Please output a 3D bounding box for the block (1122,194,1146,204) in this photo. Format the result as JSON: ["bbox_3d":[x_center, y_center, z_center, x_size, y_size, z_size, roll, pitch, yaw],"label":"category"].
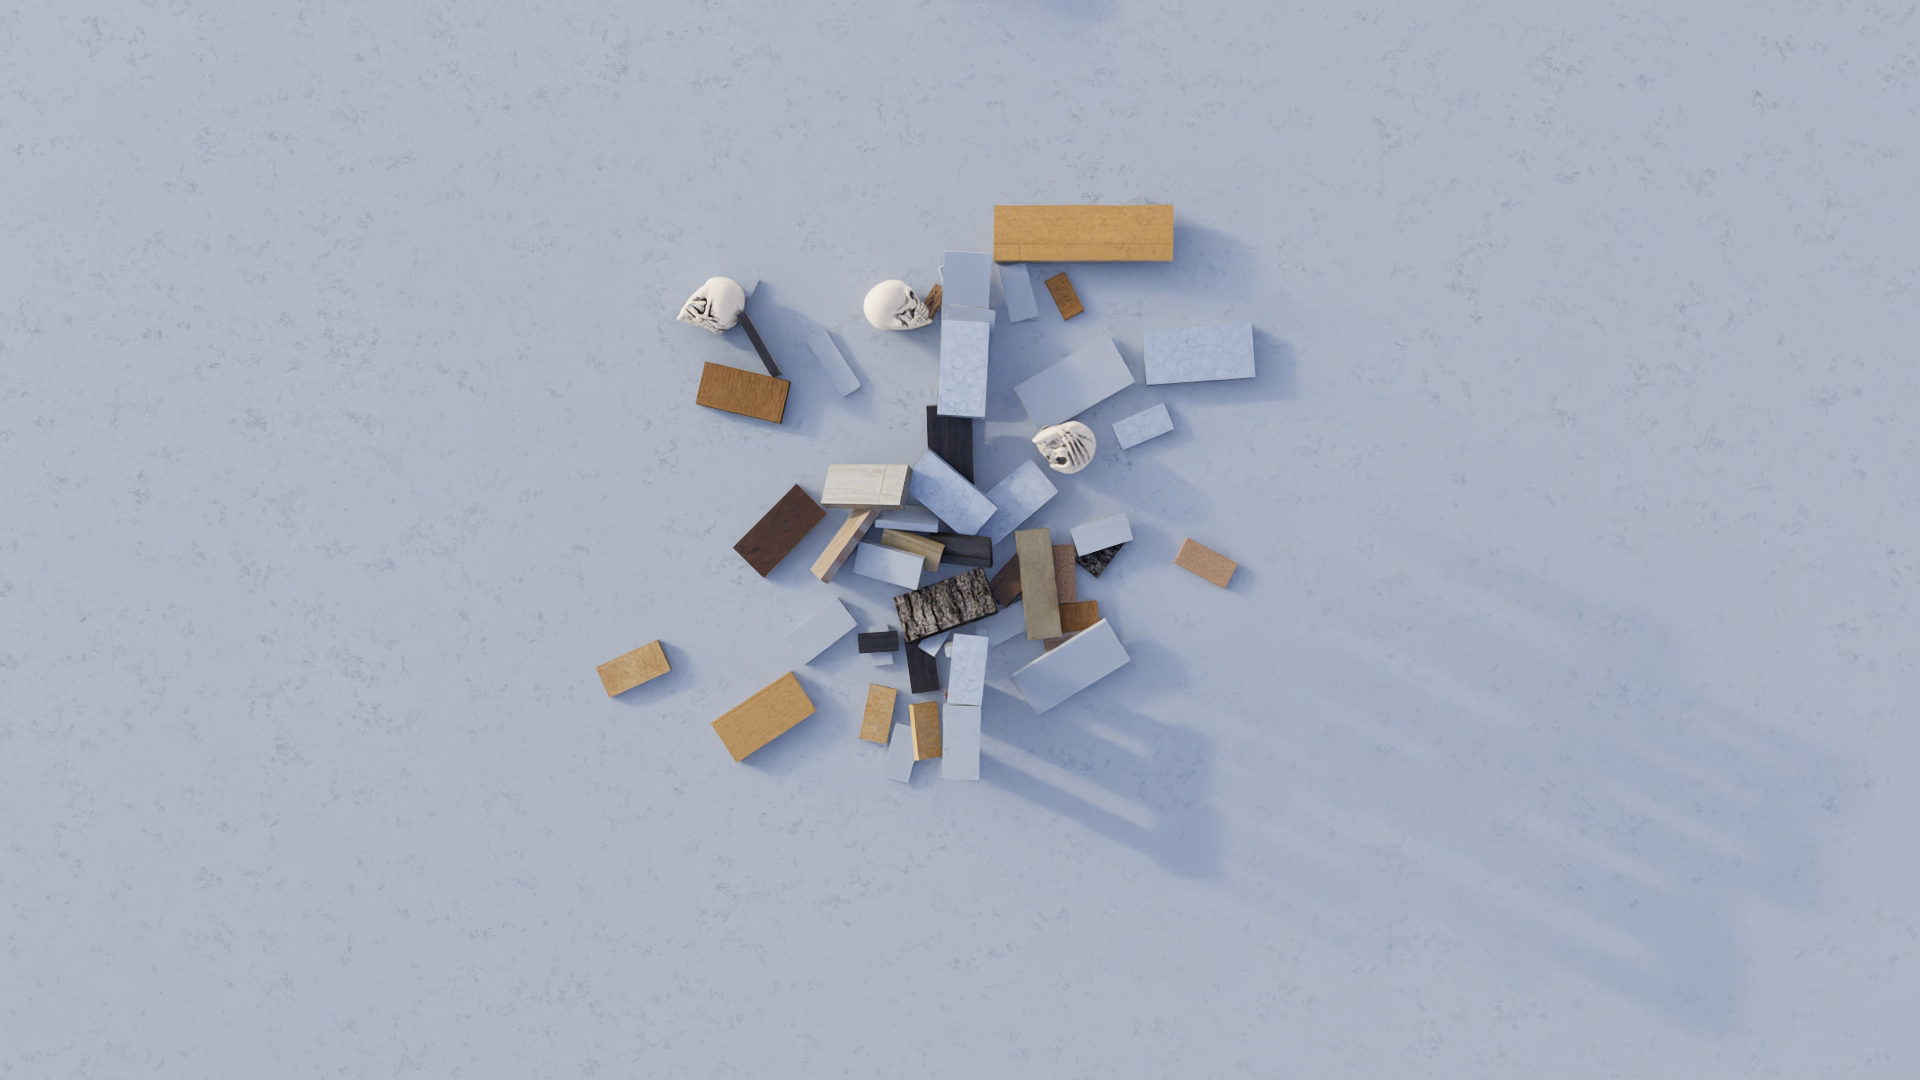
[{"bbox_3d":[0.540,-1.068,5.487,0.186,0.026,0.093,-25,90,0],"label":"block"}]

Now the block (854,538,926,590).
[{"bbox_3d":[-0.234,0.081,5.452,0.222,0.031,0.111,16,109,8],"label":"block"}]

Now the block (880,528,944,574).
[{"bbox_3d":[-0.161,0.029,5.450,0.206,0.029,0.103,20,126,5],"label":"block"}]

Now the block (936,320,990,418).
[{"bbox_3d":[0.011,-0.554,5.359,0.154,0.044,0.309,3,86,-2],"label":"block"}]

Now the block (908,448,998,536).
[{"bbox_3d":[-0.036,-0.148,5.417,0.298,0.042,0.149,40,101,-5],"label":"block"}]

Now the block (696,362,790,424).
[{"bbox_3d":[-0.720,-0.489,5.480,0.287,0.041,0.144,13,90,0],"label":"block"}]

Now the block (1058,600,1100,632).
[{"bbox_3d":[0.359,0.258,5.487,0.202,0.026,0.093,-6,90,0],"label":"block"}]

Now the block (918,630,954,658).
[{"bbox_3d":[-0.073,0.315,5.458,0.066,0.019,0.135,31,81,17],"label":"block"}]

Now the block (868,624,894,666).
[{"bbox_3d":[-0.264,0.351,5.491,0.066,0.019,0.132,-8,90,0],"label":"block"}]

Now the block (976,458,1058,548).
[{"bbox_3d":[0.165,-0.121,5.479,0.298,0.042,0.149,-40,90,0],"label":"block"}]

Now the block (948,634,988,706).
[{"bbox_3d":[0.025,0.413,5.264,0.110,0.031,0.221,6,90,0],"label":"block"}]

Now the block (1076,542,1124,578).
[{"bbox_3d":[0.477,0.024,5.487,0.094,0.027,0.188,38,90,0],"label":"block"}]

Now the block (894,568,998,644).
[{"bbox_3d":[-0.048,0.217,5.446,0.314,0.044,0.157,-19,73,4],"label":"block"}]

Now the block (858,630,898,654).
[{"bbox_3d":[-0.271,0.339,5.472,0.132,0.019,0.066,-4,90,0],"label":"block"}]

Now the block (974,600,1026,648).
[{"bbox_3d":[0.150,0.280,5.486,0.194,0.027,0.097,-25,90,0],"label":"block"}]

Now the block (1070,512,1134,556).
[{"bbox_3d":[0.469,-0.019,5.460,0.188,0.027,0.094,-18,90,0],"label":"block"}]

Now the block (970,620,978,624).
[{"bbox_3d":[0.027,0.230,5.478,0.047,0.013,0.094,-17,76,1],"label":"block"}]

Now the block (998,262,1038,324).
[{"bbox_3d":[0.194,-0.823,5.487,0.093,0.026,0.186,-13,90,0],"label":"block"}]

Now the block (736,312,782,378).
[{"bbox_3d":[-0.662,-0.644,5.444,0.032,0.112,0.223,-30,90,0],"label":"block"}]

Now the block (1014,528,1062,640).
[{"bbox_3d":[0.258,0.145,5.439,0.111,0.031,0.362,-7,94,-7],"label":"block"}]

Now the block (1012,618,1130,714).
[{"bbox_3d":[0.368,0.419,5.454,0.358,0.044,0.157,-31,98,4],"label":"block"}]

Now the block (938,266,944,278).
[{"bbox_3d":[-0.032,-0.861,5.467,0.054,0.015,0.107,-22,112,-14],"label":"block"}]

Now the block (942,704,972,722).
[{"bbox_3d":[0.003,0.563,5.383,0.117,0.234,0.033,0,90,0],"label":"block"}]

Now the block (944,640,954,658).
[{"bbox_3d":[0.007,0.348,5.389,0.110,0.220,0.031,-11,91,0],"label":"block"}]

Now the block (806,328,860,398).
[{"bbox_3d":[-0.421,-0.589,5.490,0.072,0.021,0.227,-33,90,0],"label":"block"}]

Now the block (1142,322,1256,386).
[{"bbox_3d":[0.791,-0.615,5.475,0.359,0.051,0.180,-4,90,0],"label":"block"}]

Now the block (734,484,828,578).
[{"bbox_3d":[-0.596,-0.031,5.480,0.144,0.041,0.299,45,90,0],"label":"block"}]

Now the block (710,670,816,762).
[{"bbox_3d":[-0.651,0.586,5.478,0.314,0.044,0.157,-33,90,0],"label":"block"}]

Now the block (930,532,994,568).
[{"bbox_3d":[0.004,0.032,5.430,0.206,0.029,0.103,7,123,18],"label":"block"}]

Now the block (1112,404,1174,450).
[{"bbox_3d":[0.608,-0.377,5.487,0.186,0.026,0.093,-22,90,0],"label":"block"}]

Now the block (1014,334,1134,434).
[{"bbox_3d":[0.378,-0.514,5.475,0.359,0.051,0.180,-29,90,0],"label":"block"}]

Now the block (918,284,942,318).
[{"bbox_3d":[-0.086,-0.795,5.492,0.054,0.015,0.107,31,90,0],"label":"block"}]

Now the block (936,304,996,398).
[{"bbox_3d":[0.019,-0.612,5.439,0.154,0.044,0.309,7,103,-3],"label":"block"}]

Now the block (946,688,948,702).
[{"bbox_3d":[0.009,0.495,5.390,0.110,0.221,0.031,-13,90,0],"label":"block"}]

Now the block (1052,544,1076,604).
[{"bbox_3d":[0.335,0.113,5.486,0.097,0.027,0.194,-2,90,0],"label":"block"}]

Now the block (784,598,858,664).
[{"bbox_3d":[-0.461,0.303,5.484,0.222,0.031,0.111,-37,90,0],"label":"block"}]

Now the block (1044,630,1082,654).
[{"bbox_3d":[0.374,0.351,5.487,0.186,0.026,0.093,-7,90,0],"label":"block"}]

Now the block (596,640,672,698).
[{"bbox_3d":[-1.084,0.427,5.484,0.223,0.032,0.112,-24,90,0],"label":"block"}]

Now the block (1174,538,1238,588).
[{"bbox_3d":[0.818,0.077,5.487,0.188,0.027,0.094,28,90,0],"label":"block"}]

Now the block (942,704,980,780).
[{"bbox_3d":[0.005,0.644,5.249,0.117,0.033,0.234,1,90,0],"label":"block"}]

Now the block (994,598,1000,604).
[{"bbox_3d":[0.153,0.170,5.493,0.094,0.013,0.047,-36,90,0],"label":"block"}]

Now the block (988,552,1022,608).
[{"bbox_3d":[0.181,0.122,5.473,0.097,0.027,0.194,42,87,11],"label":"block"}]

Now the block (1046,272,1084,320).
[{"bbox_3d":[0.348,-0.812,5.490,0.072,0.021,0.145,-28,90,0],"label":"block"}]

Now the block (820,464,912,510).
[{"bbox_3d":[-0.306,-0.175,5.400,0.287,0.041,0.144,2,68,24],"label":"block"}]

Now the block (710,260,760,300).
[{"bbox_3d":[-0.747,-0.865,5.490,0.145,0.021,0.072,27,90,0],"label":"block"}]

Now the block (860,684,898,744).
[{"bbox_3d":[-0.271,0.578,5.487,0.092,0.026,0.184,11,90,0],"label":"block"}]

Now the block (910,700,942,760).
[{"bbox_3d":[-0.113,0.631,5.465,0.092,0.026,0.184,-6,90,-31],"label":"block"}]

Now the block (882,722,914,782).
[{"bbox_3d":[-0.192,0.706,5.487,0.092,0.026,0.184,15,90,0],"label":"block"}]

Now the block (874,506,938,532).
[{"bbox_3d":[-0.173,-0.074,5.449,0.206,0.103,0.029,5,125,0],"label":"block"}]

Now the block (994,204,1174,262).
[{"bbox_3d":[0.407,-1.013,5.452,0.589,0.051,0.180,1,92,4],"label":"block"}]

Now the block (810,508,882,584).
[{"bbox_3d":[-0.369,-0.010,5.443,0.032,0.112,0.328,36,90,-28],"label":"block"}]

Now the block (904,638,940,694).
[{"bbox_3d":[-0.126,0.412,5.487,0.093,0.026,0.186,-8,90,0],"label":"block"}]

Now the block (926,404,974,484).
[{"bbox_3d":[-0.030,-0.296,5.429,0.149,0.042,0.298,-1,101,4],"label":"block"}]

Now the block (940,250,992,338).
[{"bbox_3d":[0.018,-0.793,5.439,0.154,0.044,0.309,3,104,-2],"label":"block"}]
